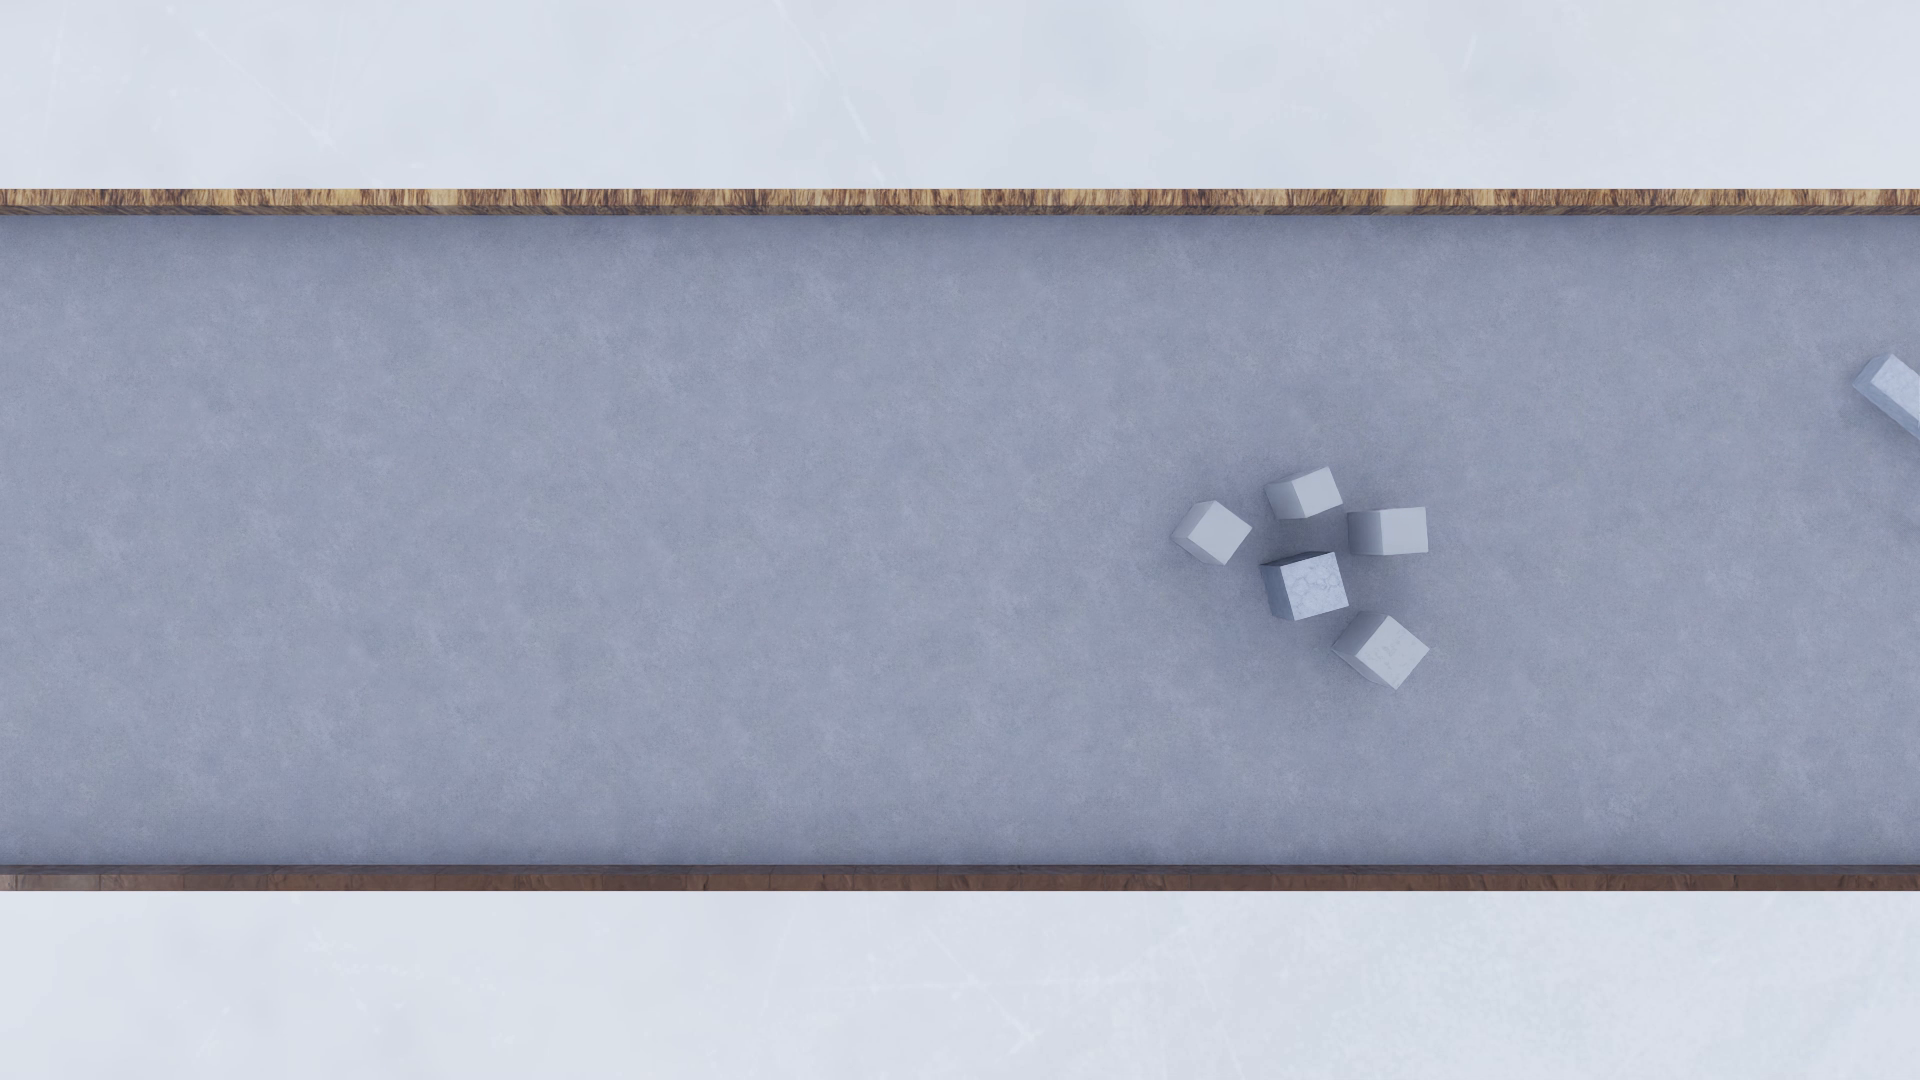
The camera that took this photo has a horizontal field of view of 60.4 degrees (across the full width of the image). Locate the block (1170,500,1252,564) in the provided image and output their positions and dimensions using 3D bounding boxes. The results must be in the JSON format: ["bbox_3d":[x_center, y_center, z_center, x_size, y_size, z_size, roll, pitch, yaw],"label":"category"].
[{"bbox_3d":[0.736,-0.021,4.872,0.131,0.409,0.131,36,90,0],"label":"block"}]

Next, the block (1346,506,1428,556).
[{"bbox_3d":[1.260,-0.026,4.877,0.128,0.399,0.128,-4,90,0],"label":"block"}]

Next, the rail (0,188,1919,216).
[{"bbox_3d":[-2.247,-1.025,5.002,12.000,0.150,0.050,0,90,0],"label":"rail"}]

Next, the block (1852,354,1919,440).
[{"bbox_3d":[2.911,-0.410,5.023,0.347,0.107,0.107,39,90,0],"label":"block"}]

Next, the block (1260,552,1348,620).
[{"bbox_3d":[1.020,0.133,4.912,0.161,0.329,0.161,-16,90,0],"label":"block"}]

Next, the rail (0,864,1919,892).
[{"bbox_3d":[-2.247,1.025,5.001,12.000,0.150,0.050,0,90,0],"label":"rail"}]

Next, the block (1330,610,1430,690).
[{"bbox_3d":[1.248,0.325,4.917,0.153,0.320,0.153,40,90,0],"label":"block"}]

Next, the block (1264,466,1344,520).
[{"bbox_3d":[1.006,-0.135,4.860,0.112,0.433,0.112,-22,90,0],"label":"block"}]
